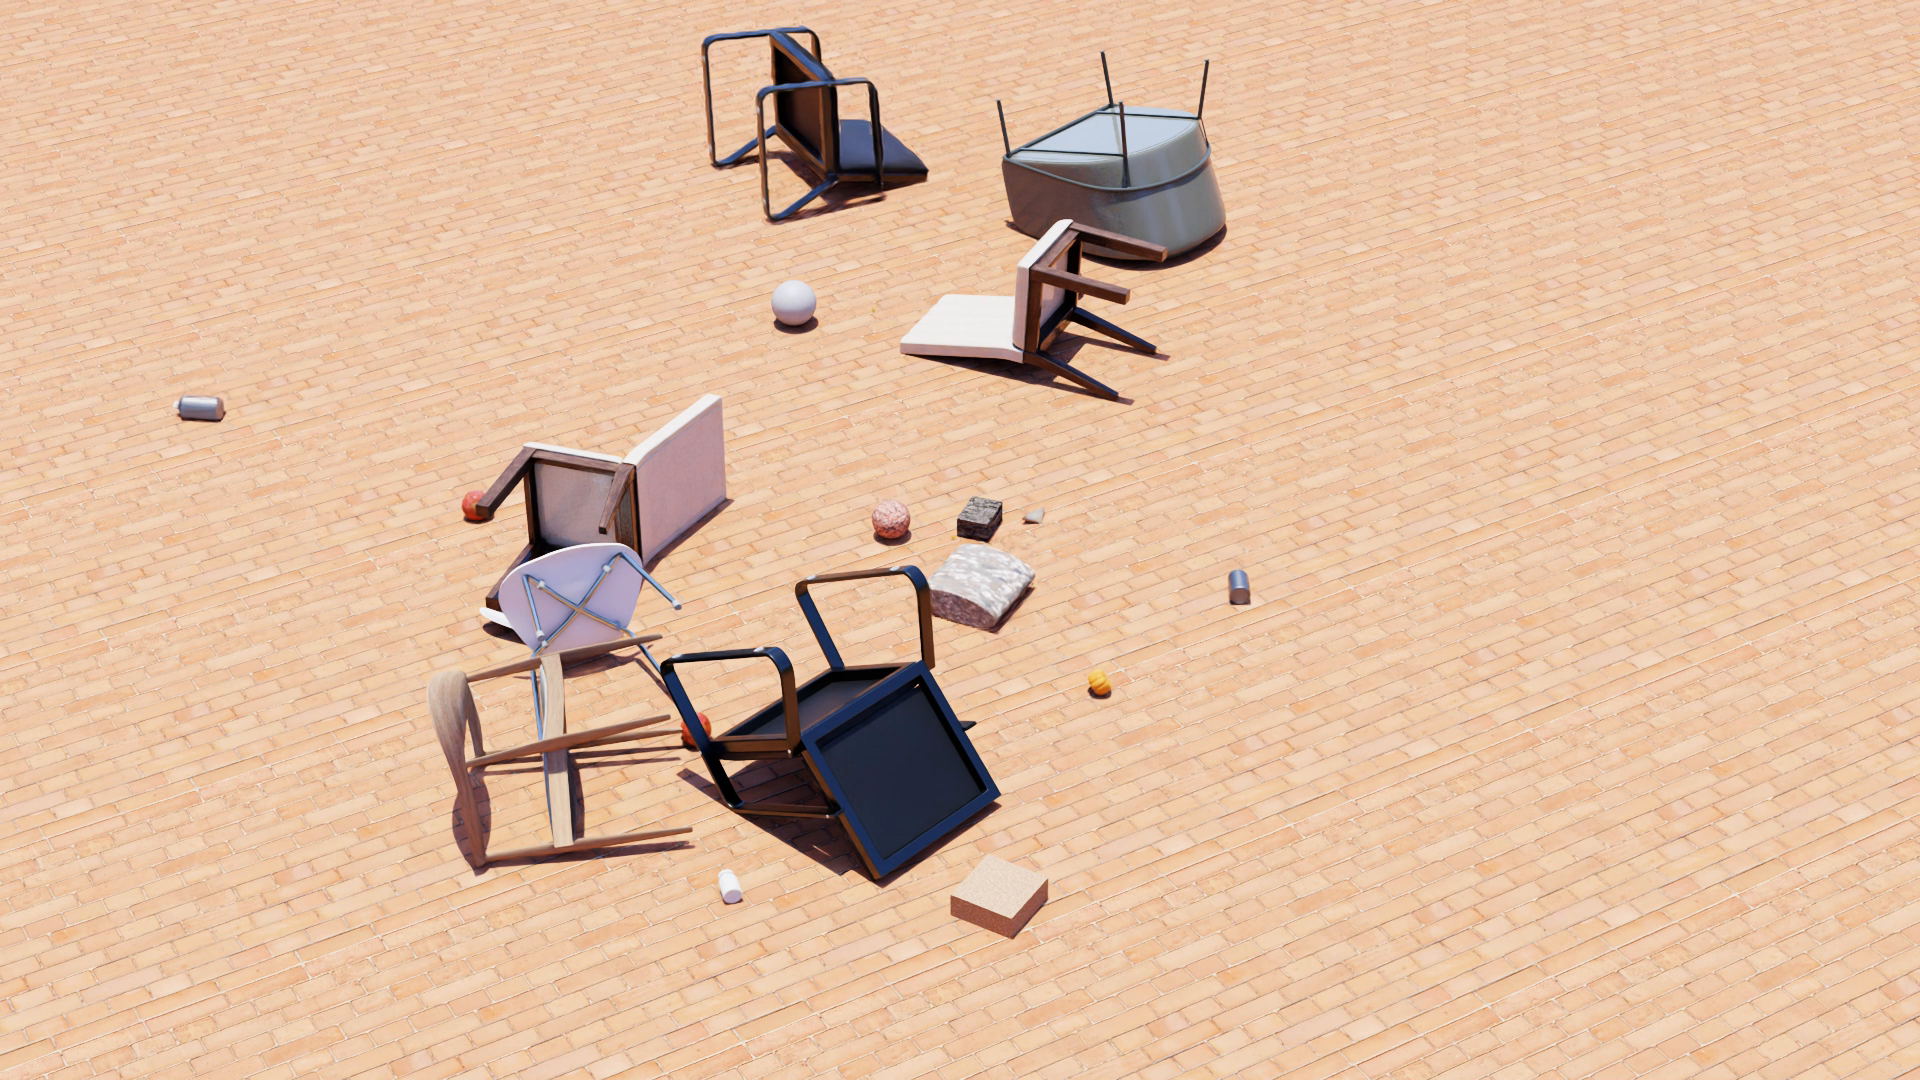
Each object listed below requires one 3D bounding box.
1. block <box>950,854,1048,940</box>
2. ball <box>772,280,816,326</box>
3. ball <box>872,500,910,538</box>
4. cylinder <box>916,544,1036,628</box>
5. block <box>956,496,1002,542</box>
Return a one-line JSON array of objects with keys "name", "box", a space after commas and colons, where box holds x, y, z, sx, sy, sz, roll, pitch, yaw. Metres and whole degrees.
[{"name": "block", "box": [0.123, 1.115, 9.176, 0.220, 0.084, 0.229, 18, 38, 26]}, {"name": "ball", "box": [-0.696, -0.993, 12.278, 0.191, 0.191, 0.191, 0, 33, 0]}, {"name": "ball", "box": [-0.256, -0.078, 10.931, 0.145, 0.145, 0.145, 0, 33, 0]}, {"name": "cylinder", "box": [0.059, 0.164, 10.582, 0.317, 0.122, 0.328, 19, 38, 20]}, {"name": "block", "box": [0.074, -0.078, 10.990, 0.122, 0.081, 0.168, 11, 35, 17]}]
